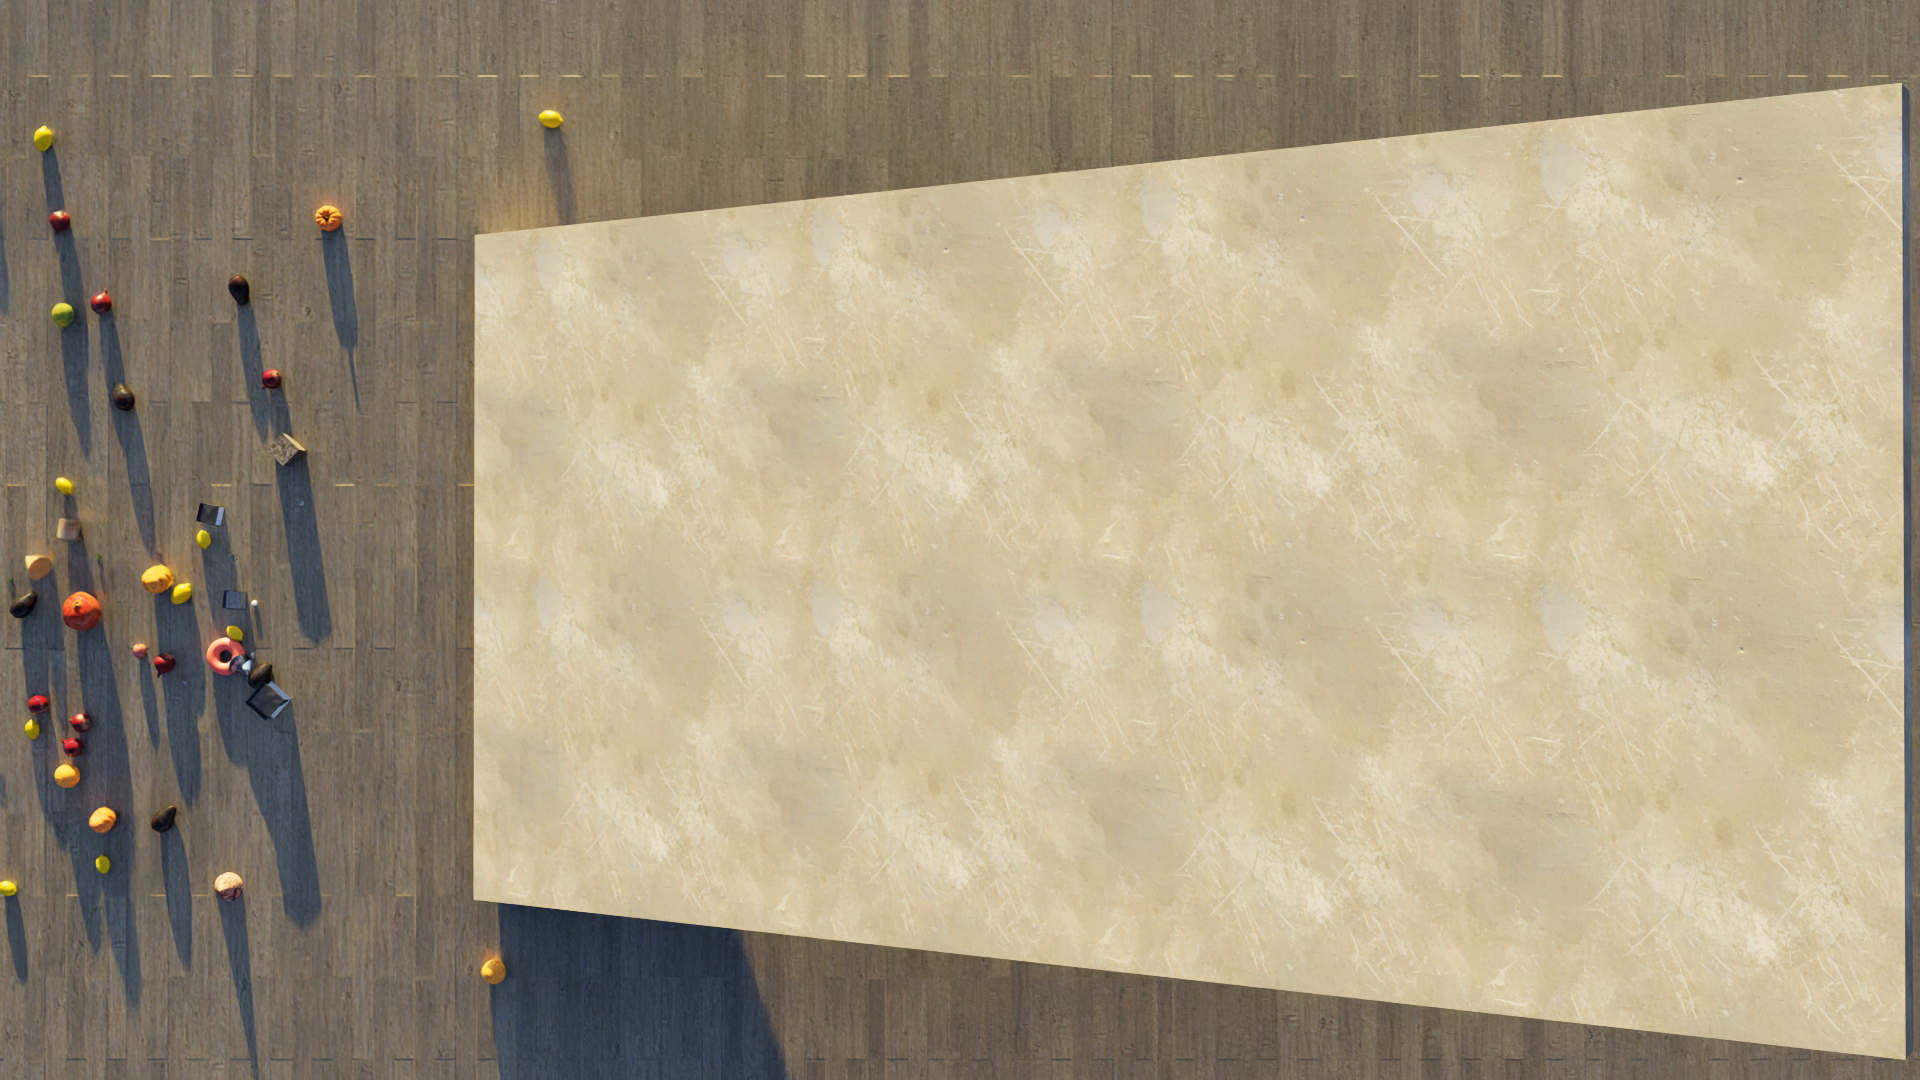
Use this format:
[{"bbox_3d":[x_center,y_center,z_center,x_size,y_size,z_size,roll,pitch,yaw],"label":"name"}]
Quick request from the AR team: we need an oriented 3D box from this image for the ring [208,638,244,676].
[{"bbox_3d":[-2.231,0.354,6.683,0.114,0.038,0.114,0,88,-1],"label":"ring"}]

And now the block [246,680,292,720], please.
[{"bbox_3d":[-2.094,0.486,6.660,0.082,0.082,0.082,42,90,0],"label":"block"}]

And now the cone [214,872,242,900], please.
[{"bbox_3d":[-2.226,1.055,6.652,0.087,0.087,0.087,0,89,0],"label":"cone"}]

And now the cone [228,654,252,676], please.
[{"bbox_3d":[-2.163,0.395,6.649,0.073,0.073,0.073,-19,125,-29],"label":"cone"}]

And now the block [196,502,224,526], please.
[{"bbox_3d":[-2.277,-0.078,6.677,0.056,0.056,0.056,13,89,0],"label":"block"}]

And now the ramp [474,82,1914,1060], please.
[{"bbox_3d":[0.261,0.072,5.603,4.000,0.100,2.000,0,89,32],"label":"ramp"}]

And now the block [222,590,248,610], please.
[{"bbox_3d":[-2.202,0.182,6.676,0.053,0.053,0.053,5,89,0],"label":"block"}]

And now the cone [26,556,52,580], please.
[{"bbox_3d":[-2.821,0.068,6.687,0.078,0.078,0.078,31,90,27],"label":"cone"}]

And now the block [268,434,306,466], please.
[{"bbox_3d":[-2.044,-0.272,6.673,0.069,0.069,0.069,44,90,0],"label":"block"}]
